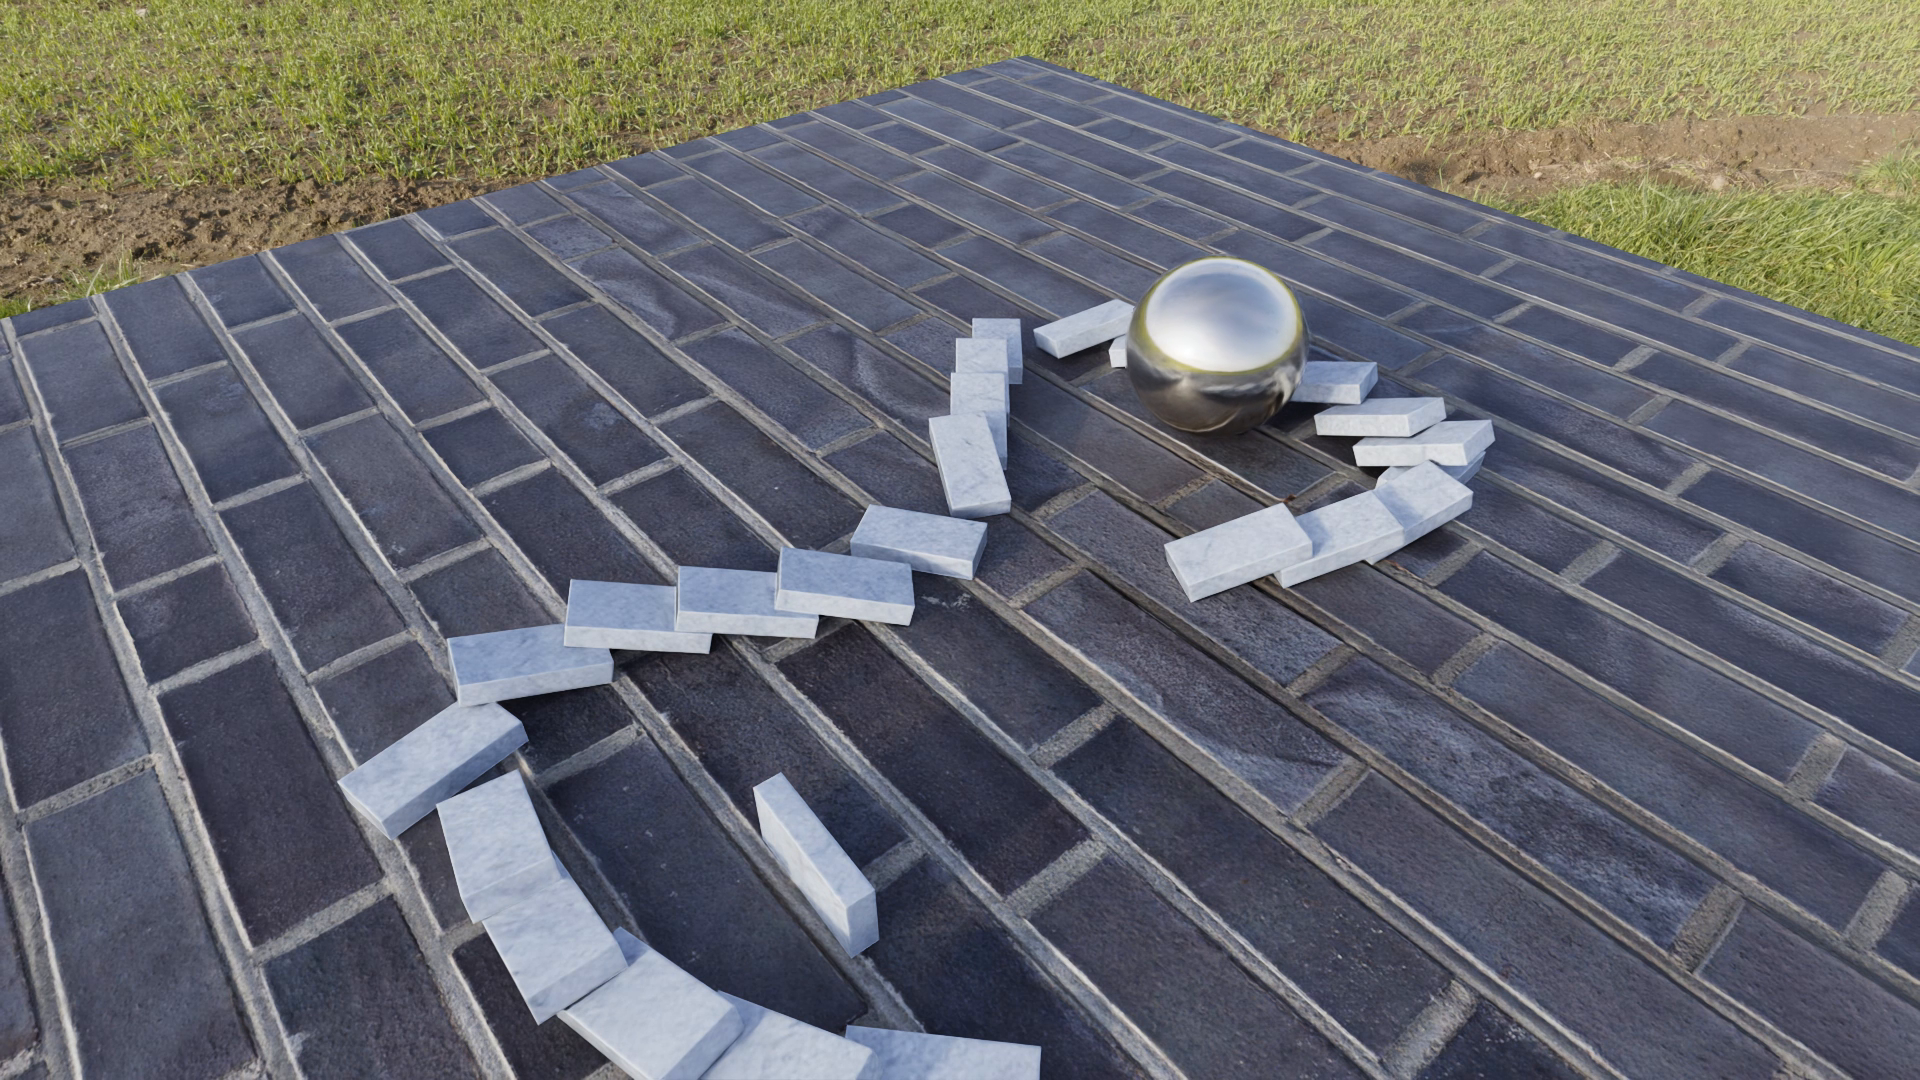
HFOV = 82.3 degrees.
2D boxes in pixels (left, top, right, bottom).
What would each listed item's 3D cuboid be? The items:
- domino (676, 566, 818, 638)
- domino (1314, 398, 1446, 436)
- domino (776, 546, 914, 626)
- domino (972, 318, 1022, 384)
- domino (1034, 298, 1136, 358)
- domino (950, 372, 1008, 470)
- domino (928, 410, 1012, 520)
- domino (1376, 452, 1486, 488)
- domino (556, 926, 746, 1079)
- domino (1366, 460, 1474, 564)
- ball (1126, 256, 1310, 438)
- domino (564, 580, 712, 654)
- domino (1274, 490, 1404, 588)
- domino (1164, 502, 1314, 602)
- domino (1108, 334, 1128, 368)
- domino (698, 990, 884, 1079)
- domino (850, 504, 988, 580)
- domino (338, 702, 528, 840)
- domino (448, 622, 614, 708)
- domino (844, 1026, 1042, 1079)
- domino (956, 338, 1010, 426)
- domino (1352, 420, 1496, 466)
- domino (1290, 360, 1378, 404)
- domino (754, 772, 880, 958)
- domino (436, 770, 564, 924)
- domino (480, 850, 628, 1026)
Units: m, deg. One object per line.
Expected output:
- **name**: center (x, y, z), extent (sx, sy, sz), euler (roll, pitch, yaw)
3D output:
- **domino**: center (-0.079, 0.023, 0.406), extent (0.050, 0.009, 0.025), euler (5, 37, -17)
- **domino**: center (0.188, -0.055, 0.493), extent (0.025, 0.009, 0.050), euler (-24, 17, -26)
- **domino**: center (-0.043, 0.017, 0.412), extent (0.050, 0.009, 0.025), euler (8, 36, -13)
- **domino**: center (0.019, -0.097, 0.562), extent (0.025, 0.010, 0.050), euler (1, 39, 1)
- **domino**: center (0.066, -0.109, 0.567), extent (0.050, 0.009, 0.025), euler (-22, 31, -14)
- **domino**: center (0.008, -0.054, 0.499), extent (0.025, 0.010, 0.050), euler (0, 55, 0)
- **domino**: center (0.004, -0.032, 0.472), extent (0.025, 0.010, 0.050), euler (-9, 56, -8)
- **domino**: center (0.205, -0.029, 0.479), extent (0.025, 0.010, 0.050), euler (31, 49, 32)
- **domino**: center (-0.082, 0.122, 0.285), extent (0.050, 0.010, 0.025), euler (13, 39, 38)
- **domino**: center (0.180, -0.012, 0.448), extent (0.050, 0.010, 0.025), euler (-28, 45, -10)
- **ball**: center (0.115, -0.086, 0.493), extent (0.080, 0.080, 0.080), euler (0, 39, 0)
- **domino**: center (-0.116, 0.028, 0.399), extent (0.050, 0.009, 0.025), euler (5, 37, -18)
- **domino**: center (0.145, -0.001, 0.434), extent (0.050, 0.009, 0.025), euler (-20, 41, 0)
- **domino**: center (0.108, 0.004, 0.428), extent (0.050, 0.009, 0.025), euler (-19, 41, 0)
- **domino**: center (0.103, -0.099, 0.554), extent (0.050, 0.009, 0.025), euler (1, 37, 25)
- **domino**: center (-0.047, 0.132, 0.272), extent (0.050, 0.010, 0.025), euler (5, 37, 30)
- **domino**: center (-0.016, 0.000, 0.443), extent (0.050, 0.010, 0.025), euler (9, 40, 11)
- **domino**: center (-0.170, 0.071, 0.356), extent (0.025, 0.010, 0.050), euler (26, 46, 28)
- **domino**: center (-0.149, 0.042, 0.383), extent (0.050, 0.009, 0.025), euler (-7, 38, -30)
- **domino**: center (-0.006, 0.138, 0.275), extent (0.050, 0.009, 0.025), euler (4, 39, 5)
- **domino**: center (0.011, -0.076, 0.527), extent (0.025, 0.010, 0.050), euler (0, 53, 0)
- **domino**: center (0.199, -0.042, 0.473), extent (0.025, 0.009, 0.050), euler (-32, 21, -32)
- **domino**: center (0.170, -0.076, 0.525), extent (0.050, 0.009, 0.025), euler (8, 37, 37)
- **domino**: center (-0.042, 0.093, 0.318), extent (0.010, 0.025, 0.050), euler (-26, 46, -28)
- **domino**: center (-0.137, 0.089, 0.325), extent (0.025, 0.010, 0.050), euler (-23, 30, -24)
- **domino**: center (-0.114, 0.108, 0.302), extent (0.025, 0.009, 0.050), euler (-28, 32, -30)
